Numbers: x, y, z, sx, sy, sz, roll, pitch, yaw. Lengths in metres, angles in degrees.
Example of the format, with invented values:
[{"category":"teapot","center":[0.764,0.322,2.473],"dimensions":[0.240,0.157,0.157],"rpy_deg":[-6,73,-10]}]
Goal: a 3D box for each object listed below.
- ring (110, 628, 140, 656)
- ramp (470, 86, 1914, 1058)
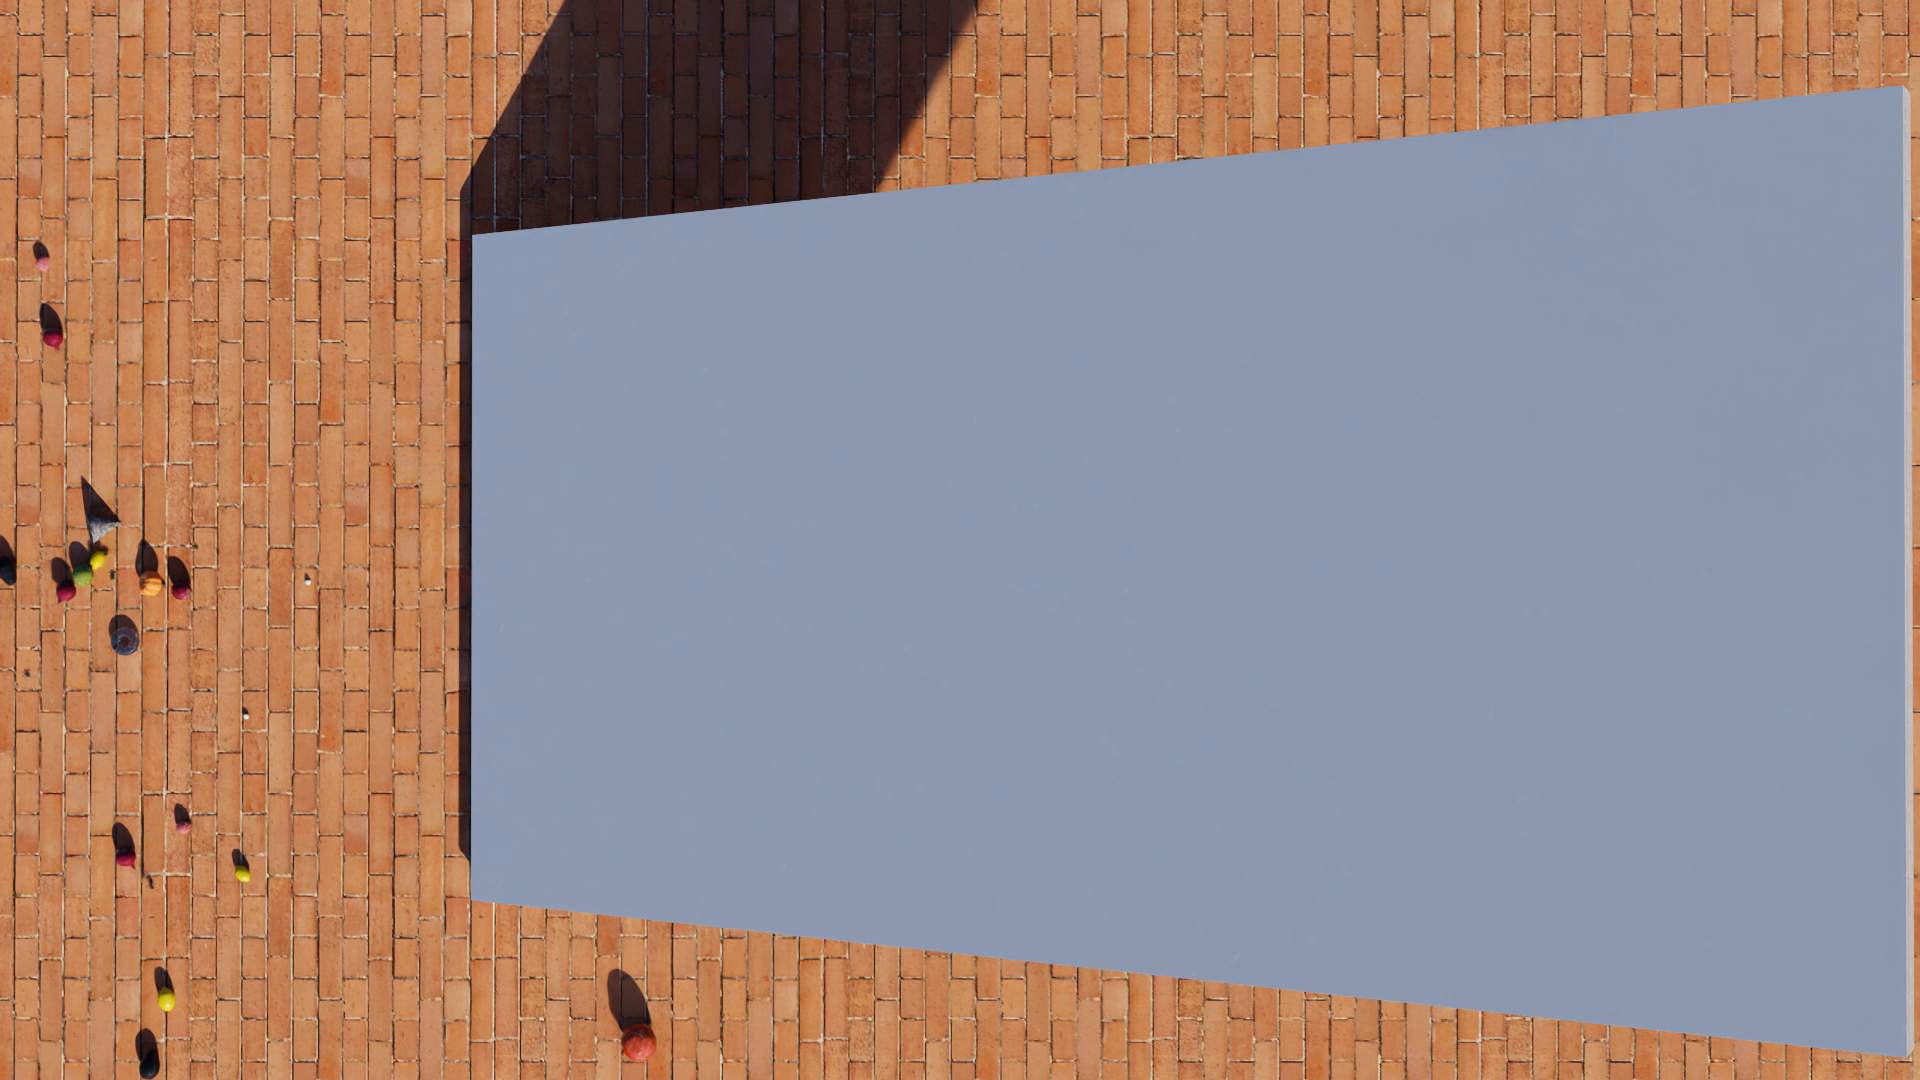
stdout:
[{"category":"ring","center":[-2.536,0.308,6.679],"dimensions":[0.088,0.029,0.088],"rpy_deg":[0,91,0]},{"category":"ramp","center":[0.264,0.073,5.609],"dimensions":[4.000,0.100,2.000],"rpy_deg":[0,89,31]}]
